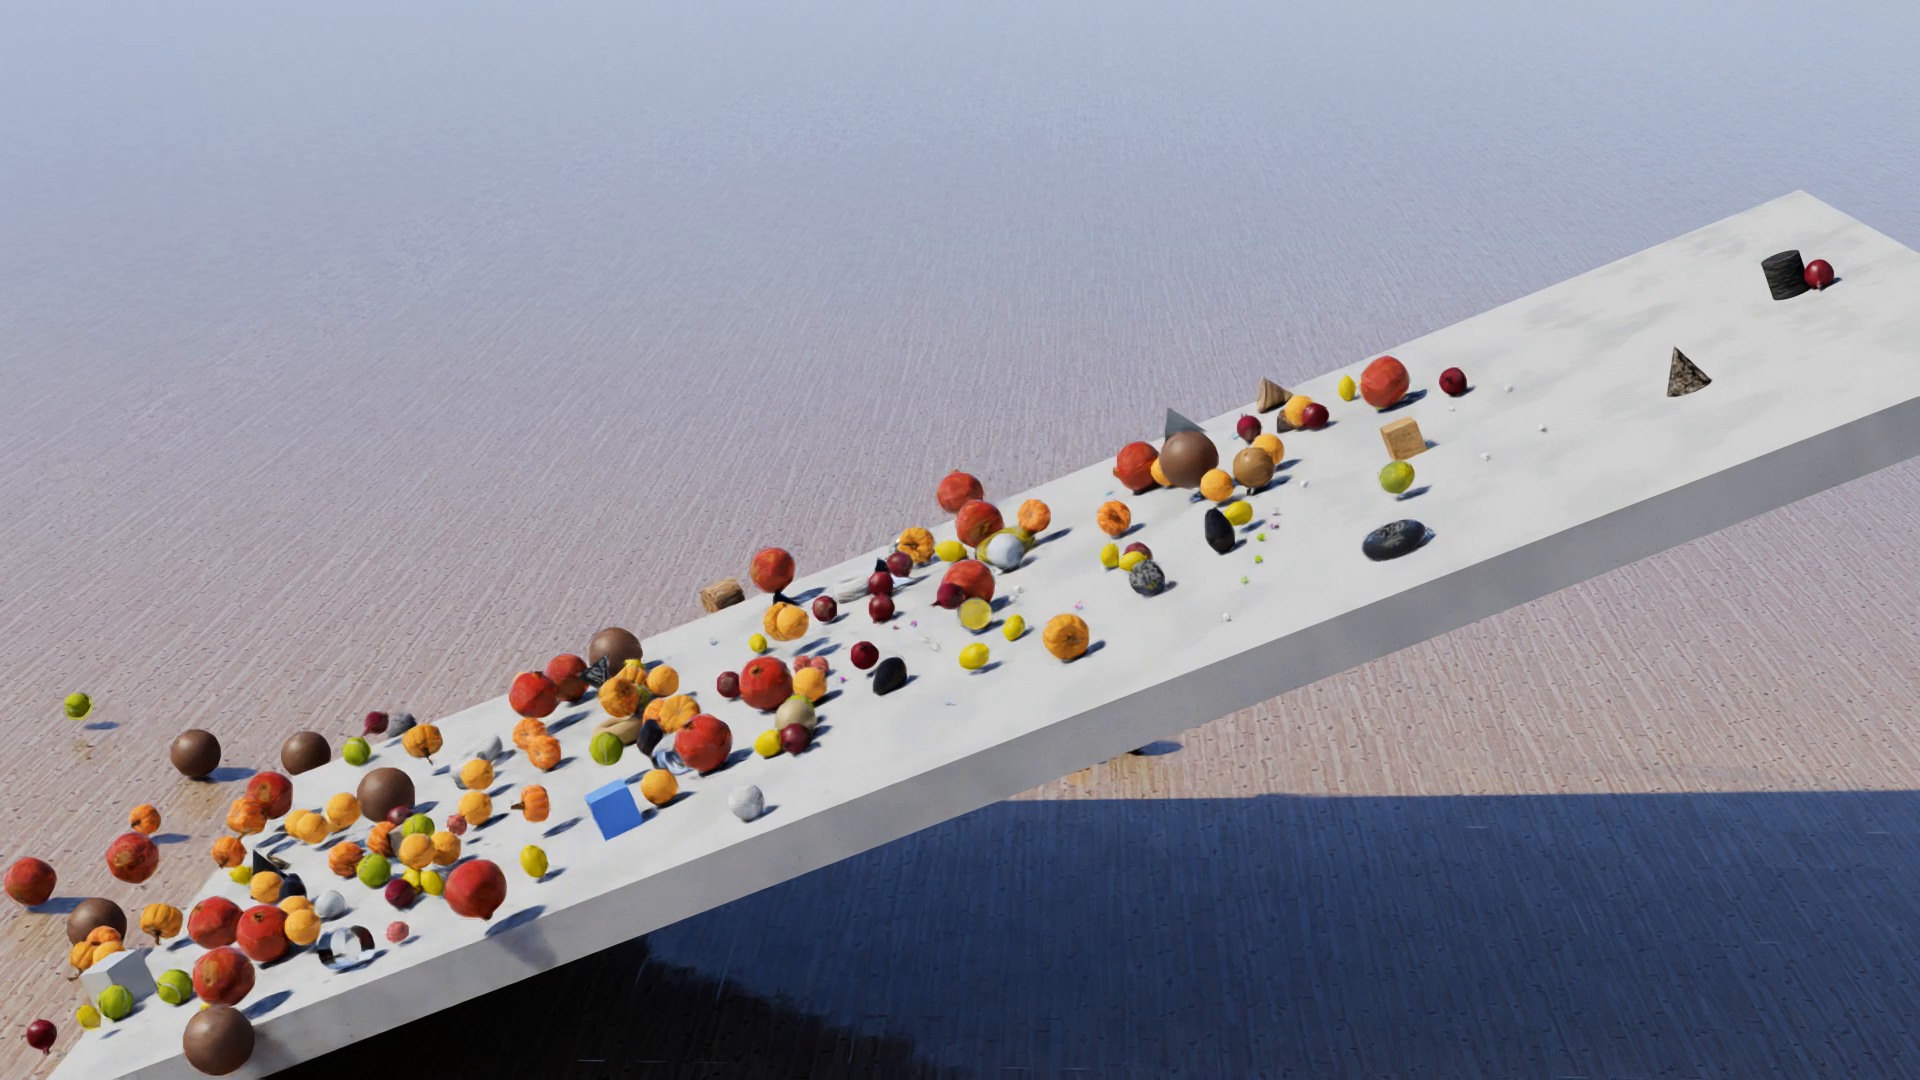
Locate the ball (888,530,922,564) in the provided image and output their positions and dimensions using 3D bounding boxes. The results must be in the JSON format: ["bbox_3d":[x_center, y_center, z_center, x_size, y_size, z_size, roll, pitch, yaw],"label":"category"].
[{"bbox_3d":[-0.132,0.017,7.002,0.078,0.078,0.078,0,14,0],"label":"ball"}]

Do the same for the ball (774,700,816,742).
[{"bbox_3d":[-0.328,0.360,5.864,0.084,0.084,0.084,0,14,0],"label":"ball"}]

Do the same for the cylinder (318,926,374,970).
[{"bbox_3d":[-1.170,0.778,5.607,0.076,0.076,0.076,-16,3,33],"label":"cylinder"}]

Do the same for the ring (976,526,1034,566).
[{"bbox_3d":[0.103,0.013,6.669,0.141,0.047,0.141,-22,16,7],"label":"ring"}]

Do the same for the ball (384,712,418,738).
[{"bbox_3d":[-1.531,0.515,8.060,0.088,0.088,0.088,0,14,0],"label":"ball"}]

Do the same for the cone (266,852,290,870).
[{"bbox_3d":[-1.524,0.727,6.587,0.051,0.051,0.051,1,14,3],"label":"cone"}]

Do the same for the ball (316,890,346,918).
[{"bbox_3d":[-1.286,0.744,6.008,0.059,0.059,0.059,0,14,0],"label":"ball"}]

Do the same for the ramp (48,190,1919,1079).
[{"bbox_3d":[0.125,0.173,6.289,4.000,0.100,2.000,-21,12,7],"label":"ramp"}]

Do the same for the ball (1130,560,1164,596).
[{"bbox_3d":[0.372,0.075,5.855,0.070,0.070,0.070,0,14,0],"label":"ball"}]

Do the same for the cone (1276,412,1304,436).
[{"bbox_3d":[0.760,-0.266,6.725,0.058,0.058,0.058,-2,11,32],"label":"cone"}]

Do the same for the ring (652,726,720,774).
[{"bbox_3d":[-0.565,0.431,6.049,0.149,0.050,0.149,-19,20,7],"label":"ring"}]

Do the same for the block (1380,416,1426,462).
[{"bbox_3d":[0.918,-0.209,6.094,0.068,0.068,0.068,-23,12,1],"label":"block"}]

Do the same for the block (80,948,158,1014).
[{"bbox_3d":[-1.727,0.905,6.035,0.092,0.092,0.092,-14,15,37],"label":"block"}]

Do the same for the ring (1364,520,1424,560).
[{"bbox_3d":[0.806,-0.001,5.466,0.122,0.041,0.122,-22,13,6],"label":"ring"}]

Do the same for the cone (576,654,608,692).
[{"bbox_3d":[-0.835,0.299,6.824,0.082,0.082,0.082,25,-9,4],"label":"cone"}]

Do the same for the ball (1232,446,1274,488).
[{"bbox_3d":[0.628,-0.155,6.301,0.090,0.090,0.090,0,14,0],"label":"ball"}]

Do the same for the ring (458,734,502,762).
[{"bbox_3d":[-1.106,0.494,6.758,0.127,0.042,0.127,-32,16,10],"label":"ring"}]

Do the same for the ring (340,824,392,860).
[{"bbox_3d":[-1.295,0.660,6.426,0.124,0.041,0.124,-18,13,4],"label":"ring"}]

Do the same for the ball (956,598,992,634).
[{"bbox_3d":[0.031,0.156,6.113,0.075,0.075,0.075,0,14,0],"label":"ball"}]

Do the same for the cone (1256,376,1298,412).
[{"bbox_3d":[0.763,-0.345,7.026,0.090,0.090,0.090,3,14,-7],"label":"cone"}]

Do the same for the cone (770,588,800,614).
[{"bbox_3d":[-0.407,0.156,7.015,0.068,0.068,0.068,20,12,-7],"label":"cone"}]

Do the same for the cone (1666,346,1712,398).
[{"bbox_3d":[1.402,-0.337,5.714,0.090,0.090,0.090,-22,12,5],"label":"cone"}]

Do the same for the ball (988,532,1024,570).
[{"bbox_3d":[0.101,0.025,6.528,0.082,0.082,0.082,0,14,0],"label":"ball"}]

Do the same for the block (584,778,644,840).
[{"bbox_3d":[-0.681,0.529,5.780,0.082,0.082,0.082,-25,12,-11],"label":"block"}]

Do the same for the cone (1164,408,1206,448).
[{"bbox_3d":[0.544,-0.267,7.075,0.100,0.100,0.100,5,14,4],"label":"cone"}]

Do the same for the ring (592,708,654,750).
[{"bbox_3d":[-0.741,0.415,6.461,0.149,0.050,0.149,-22,11,4],"label":"ring"}]

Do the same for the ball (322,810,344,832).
[{"bbox_3d":[-1.433,0.643,6.727,0.051,0.051,0.051,0,14,0],"label":"ball"}]

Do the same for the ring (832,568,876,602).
[{"bbox_3d":[-0.240,0.104,6.906,0.131,0.044,0.131,-21,13,5],"label":"ring"}]

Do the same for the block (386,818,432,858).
[{"bbox_3d":[-1.175,0.636,6.273,0.057,0.057,0.057,-14,16,37],"label":"block"}]

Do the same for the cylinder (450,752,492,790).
[{"bbox_3d":[-1.100,0.519,6.620,0.068,0.068,0.068,-21,11,10],"label":"cylinder"}]

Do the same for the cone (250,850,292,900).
[{"bbox_3d":[-1.532,0.722,6.458,0.098,0.098,0.098,-22,12,5],"label":"cone"}]

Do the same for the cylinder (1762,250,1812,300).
[{"bbox_3d":[1.710,-0.548,6.089,0.080,0.080,0.080,-22,12,5],"label":"cylinder"}]

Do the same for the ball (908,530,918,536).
[{"bbox_3d":[-0.124,0.000,7.129,0.050,0.050,0.050,0,14,0],"label":"ball"}]

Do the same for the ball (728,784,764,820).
[{"bbox_3d":[-0.398,0.488,5.483,0.067,0.067,0.067,0,14,0],"label":"ball"}]
